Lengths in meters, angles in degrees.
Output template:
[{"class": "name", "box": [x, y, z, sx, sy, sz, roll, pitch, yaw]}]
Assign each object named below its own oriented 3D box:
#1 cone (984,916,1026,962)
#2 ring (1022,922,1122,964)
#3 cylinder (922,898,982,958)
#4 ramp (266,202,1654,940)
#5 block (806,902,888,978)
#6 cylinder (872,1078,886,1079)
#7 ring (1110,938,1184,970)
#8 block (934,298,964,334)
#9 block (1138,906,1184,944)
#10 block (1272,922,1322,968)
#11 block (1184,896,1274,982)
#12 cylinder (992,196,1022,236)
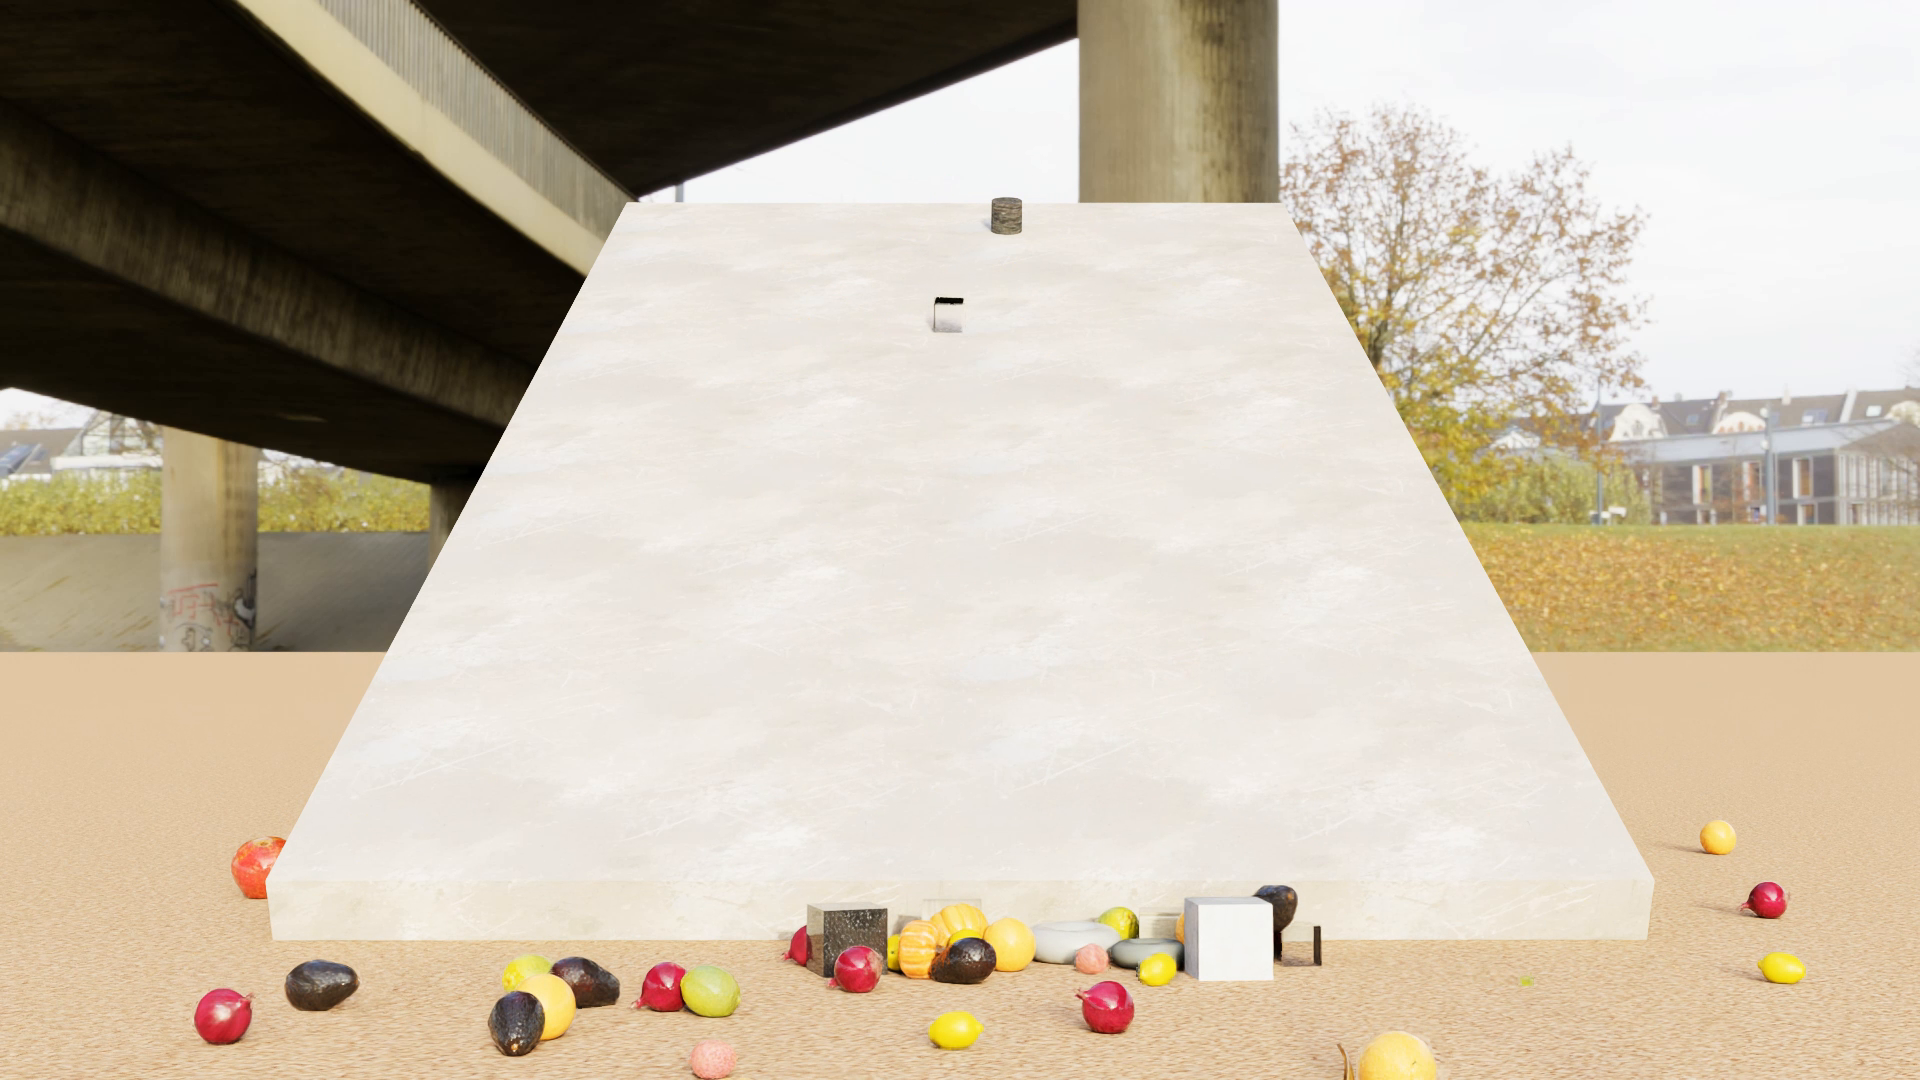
[{"class": "cone", "box": [0.062, 0.544, 3.149, 0.059, 0.059, 0.059, 0, -3, 0]}, {"class": "ring", "box": [0.153, 0.551, 3.150, 0.137, 0.046, 0.137, 1, -1, 0]}, {"class": "cylinder", "box": [-0.011, 0.533, 3.158, 0.081, 0.081, 0.081, 0, -3, 0]}, {"class": "ramp", "box": [-0.007, -0.222, 5.182, 2.000, 0.100, 4.000, 0, 22, 0]}, {"class": "block", "box": [-0.149, 0.525, 3.026, 0.086, 0.086, 0.086, 1, -3, -18]}, {"class": "cylinder", "box": [-0.091, 0.476, 1.850, 0.076, 0.076, 0.076, 2, -3, -39]}, {"class": "ring", "box": [0.253, 0.553, 3.076, 0.104, 0.035, 0.104, -1, -4, 0]}, {"class": "block", "box": [-0.027, -0.566, 5.793, 0.072, 0.072, 0.072, 1, 22, 3]}, {"class": "block", "box": [0.280, 0.543, 3.176, 0.065, 0.065, 0.065, 0, -3, 4]}, {"class": "block", "box": [0.454, 0.545, 3.104, 0.053, 0.053, 0.053, 0, -3, -10]}, {"class": "block", "box": [0.349, 0.518, 2.997, 0.096, 0.096, 0.096, 0, -3, -6]}, {"class": "cylinder", "box": [0.136, -0.942, 6.685, 0.090, 0.090, 0.090, 0, 22, 0]}]
